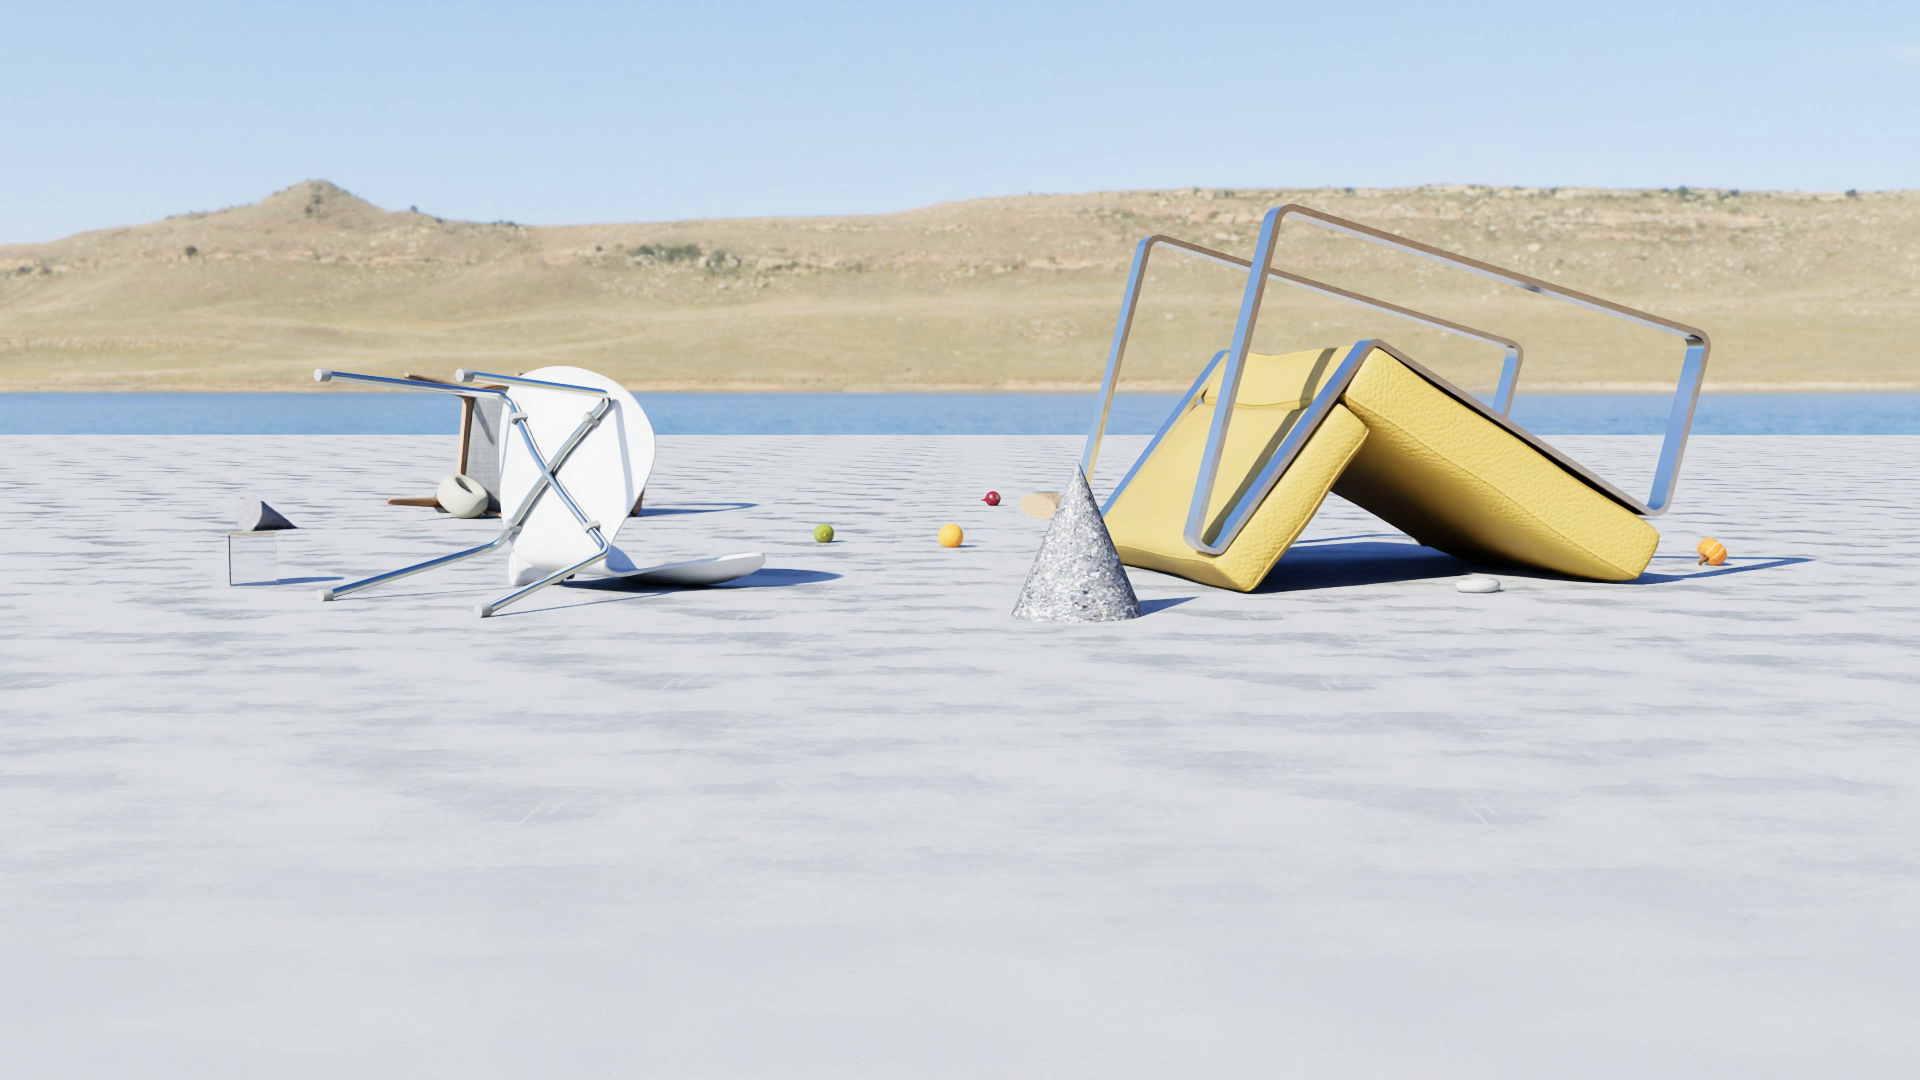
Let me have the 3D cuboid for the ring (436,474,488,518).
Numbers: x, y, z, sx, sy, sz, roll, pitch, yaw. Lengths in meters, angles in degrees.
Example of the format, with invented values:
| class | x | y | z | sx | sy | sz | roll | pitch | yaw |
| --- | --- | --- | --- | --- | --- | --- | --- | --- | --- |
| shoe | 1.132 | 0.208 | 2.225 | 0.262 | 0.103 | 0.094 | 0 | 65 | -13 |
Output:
| class | x | y | z | sx | sy | sz | roll | pitch | yaw |
| --- | --- | --- | --- | --- | --- | --- | --- | --- | --- |
| ring | -1.727 | -0.151 | 7.635 | 0.180 | 0.096 | 0.191 | 30 | 16 | -14 |

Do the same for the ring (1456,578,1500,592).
| class | x | y | z | sx | sy | sz | roll | pitch | yaw |
| --- | --- | --- | --- | --- | --- | --- | --- | --- | --- |
| ring | 1.147 | 0.100 | 4.874 | 0.116 | 0.029 | 0.089 | -2 | 4 | -42 |

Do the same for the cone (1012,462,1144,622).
| class | x | y | z | sx | sy | sz | roll | pitch | yaw |
| --- | --- | --- | --- | --- | --- | --- | --- | --- | --- |
| cone | 0.234 | -0.005 | 4.370 | 0.261 | 0.309 | 0.315 | 1 | 4 | 15 |

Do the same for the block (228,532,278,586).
| class | x | y | z | sx | sy | sz | roll | pitch | yaw |
| --- | --- | --- | --- | --- | --- | --- | --- | --- | --- |
| block | -1.626 | 0.043 | 5.063 | 0.102 | 0.117 | 0.095 | -1 | 4 | -15 |

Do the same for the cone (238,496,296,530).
| class | x | y | z | sx | sy | sz | roll | pitch | yaw |
| --- | --- | --- | --- | --- | --- | --- | --- | --- | --- |
| cone | -2.200 | -0.062 | 7.051 | 0.149 | 0.114 | 0.179 | 20 | -1 | 44 |

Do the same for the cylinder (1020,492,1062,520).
| class | x | y | z | sx | sy | sz | roll | pitch | yaw |
| --- | --- | --- | --- | --- | --- | --- | --- | --- | --- |
| cylinder | 0.305 | -0.117 | 7.617 | 0.149 | 0.083 | 0.128 | 18 | 13 | 31 |
